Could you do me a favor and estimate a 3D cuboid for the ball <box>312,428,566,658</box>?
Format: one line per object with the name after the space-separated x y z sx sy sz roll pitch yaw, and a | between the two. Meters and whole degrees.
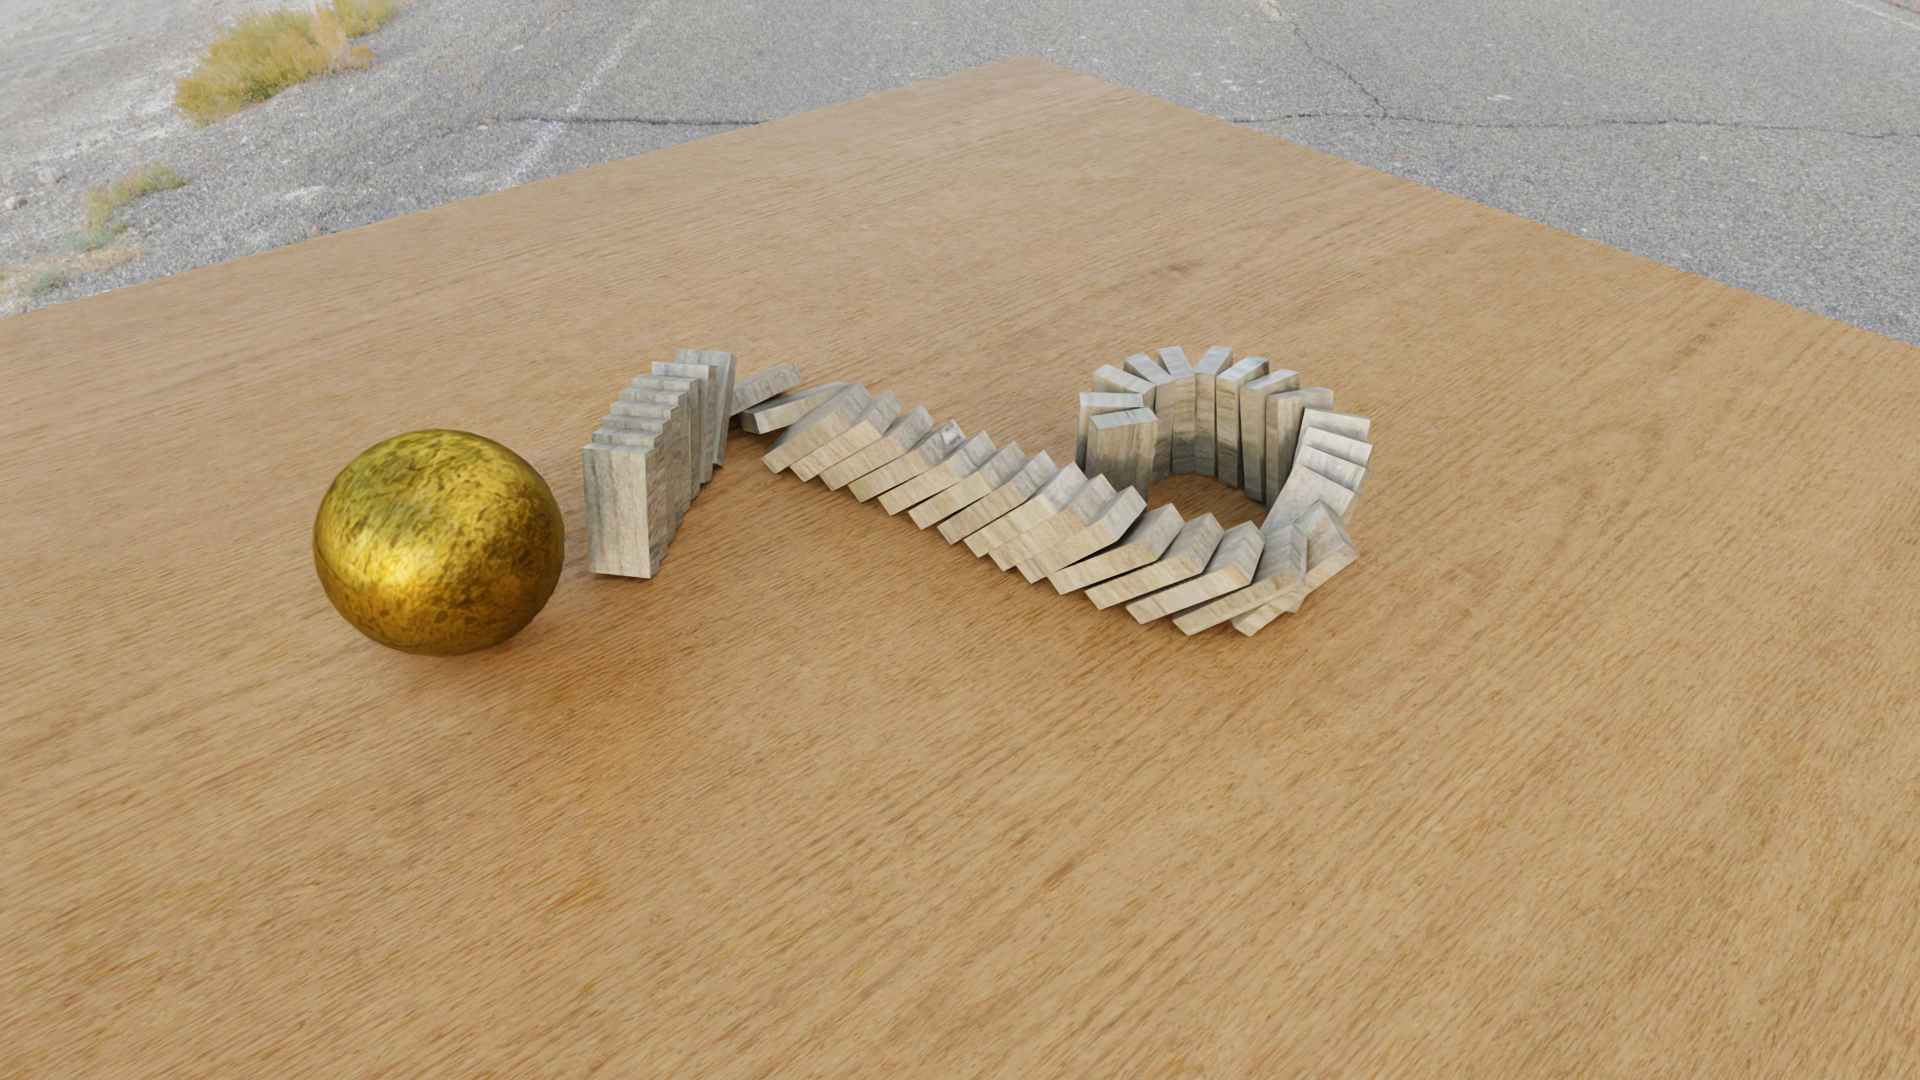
-0.181 0.001 0.386 0.080 0.080 0.080 0 39 0 | ball

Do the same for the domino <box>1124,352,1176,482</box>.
0.081 -0.052 0.475 0.009 0.050 0.025 -20 43 -17 | domino

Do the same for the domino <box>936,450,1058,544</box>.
0.014 -0.016 0.437 0.009 0.050 0.025 52 50 -6 | domino

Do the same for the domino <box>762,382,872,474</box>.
-0.062 -0.049 0.479 0.050 0.010 0.025 -26 23 36 | domino

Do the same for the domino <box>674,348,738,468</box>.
-0.116 -0.059 0.490 0.025 0.010 0.050 5 84 7 | domino

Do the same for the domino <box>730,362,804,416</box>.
-0.102 -0.069 0.520 0.050 0.010 0.025 -33 22 -34 | domino

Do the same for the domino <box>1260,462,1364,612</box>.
0.127 -0.001 0.415 0.025 0.050 0.009 36 17 35 | domino

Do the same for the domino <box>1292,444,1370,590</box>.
0.135 -0.009 0.424 0.025 0.050 0.010 27 15 29 | domino

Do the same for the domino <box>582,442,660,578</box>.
-0.131 -0.011 0.425 0.025 0.050 0.009 5 19 7 | domino

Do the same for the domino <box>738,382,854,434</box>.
-0.075 -0.062 0.511 0.050 0.009 0.025 -21 19 -24 | domino

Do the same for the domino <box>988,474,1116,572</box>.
0.035 -0.006 0.424 0.010 0.050 0.025 51 49 -7 | domino

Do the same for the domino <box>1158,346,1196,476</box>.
0.094 -0.056 0.479 0.009 0.050 0.025 -9 40 0 | domino

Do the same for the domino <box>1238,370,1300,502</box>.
0.132 -0.044 0.465 0.025 0.050 0.010 -22 27 -25 | domino

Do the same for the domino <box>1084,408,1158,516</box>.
0.064 -0.028 0.446 0.025 0.050 0.010 -10 40 -12 | domino

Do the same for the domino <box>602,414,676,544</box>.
-0.129 -0.024 0.441 0.025 0.050 0.010 5 19 7 | domino

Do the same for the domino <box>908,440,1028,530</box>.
0.003 -0.022 0.444 0.010 0.050 0.025 54 50 -8 | domino

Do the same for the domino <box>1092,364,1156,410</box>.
0.068 -0.047 0.469 0.025 0.050 0.009 30 50 32 | domino

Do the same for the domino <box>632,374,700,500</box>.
-0.124 -0.043 0.464 0.025 0.050 0.009 5 18 7 | domino

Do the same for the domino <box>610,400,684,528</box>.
-0.127 -0.031 0.449 0.025 0.050 0.009 5 19 7 | domino

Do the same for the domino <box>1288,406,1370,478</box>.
0.146 -0.027 0.444 0.025 0.050 0.010 12 16 12 | domino

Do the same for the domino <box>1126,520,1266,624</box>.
0.086 0.012 0.402 0.050 0.009 0.025 -27 21 44 | domino

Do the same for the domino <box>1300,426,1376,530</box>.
0.142 -0.017 0.434 0.025 0.050 0.009 21 16 24 | domino

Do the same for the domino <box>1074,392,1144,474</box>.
0.061 -0.038 0.457 0.025 0.050 0.010 2 42 2 | domino

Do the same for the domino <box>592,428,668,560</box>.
-0.130 -0.018 0.433 0.025 0.050 0.009 5 19 7 | domino

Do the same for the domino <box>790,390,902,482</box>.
-0.049 -0.045 0.474 0.050 0.009 0.025 -25 23 36 | domino

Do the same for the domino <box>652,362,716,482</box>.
-0.120 -0.051 0.475 0.025 0.050 0.009 5 10 7 | domino

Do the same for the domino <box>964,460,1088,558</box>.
0.025 -0.011 0.430 0.010 0.050 0.025 51 50 -7 | domino

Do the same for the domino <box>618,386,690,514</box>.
-0.126 -0.037 0.456 0.025 0.050 0.010 5 19 7 | domino

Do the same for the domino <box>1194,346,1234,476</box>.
0.110 -0.056 0.479 0.010 0.050 0.025 12 40 28 | domino

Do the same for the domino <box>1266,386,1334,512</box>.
0.141 -0.036 0.456 0.025 0.050 0.009 -10 20 -12 | domino

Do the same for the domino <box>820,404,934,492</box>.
-0.036 -0.039 0.467 0.050 0.010 0.025 -23 20 43 | domino

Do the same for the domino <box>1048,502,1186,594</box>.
0.058 0.004 0.414 0.050 0.010 0.025 -25 15 48 | domino

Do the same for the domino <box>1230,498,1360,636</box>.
0.118 0.010 0.402 0.009 0.050 0.025 29 32 -32 | domino

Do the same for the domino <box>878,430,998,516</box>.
-0.010 -0.027 0.452 0.050 0.009 0.025 -23 15 49 | domino

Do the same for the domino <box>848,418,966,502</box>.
-0.023 -0.033 0.459 0.050 0.009 0.025 -22 17 47 | domino

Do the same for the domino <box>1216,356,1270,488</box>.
0.122 -0.051 0.473 0.025 0.050 0.009 -32 37 -33 | domino

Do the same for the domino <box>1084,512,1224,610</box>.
0.072 0.008 0.408 0.050 0.009 0.025 -26 17 46 | domino

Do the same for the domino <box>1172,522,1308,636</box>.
0.101 0.014 0.399 0.010 0.050 0.025 42 42 -20 | domino

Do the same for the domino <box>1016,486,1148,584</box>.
0.046 -0.002 0.419 0.009 0.050 0.025 51 49 -7 | domino
